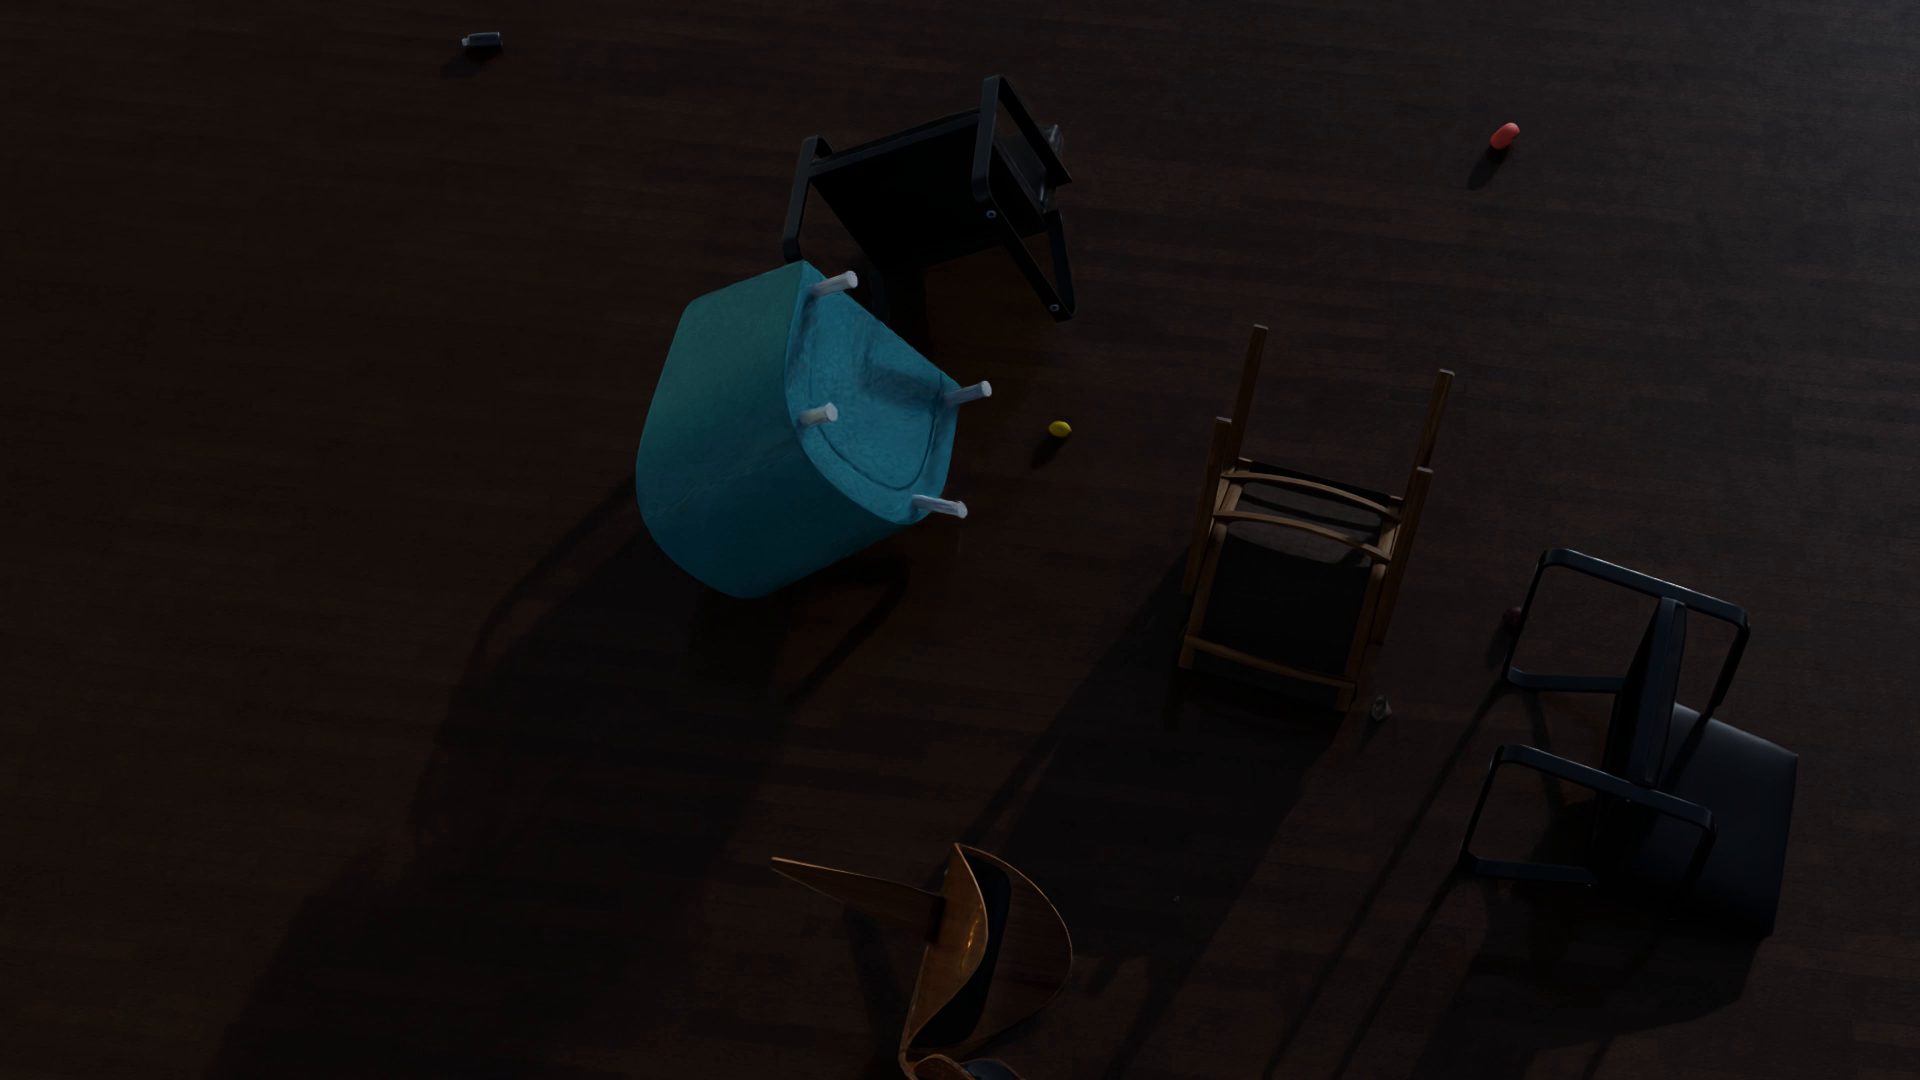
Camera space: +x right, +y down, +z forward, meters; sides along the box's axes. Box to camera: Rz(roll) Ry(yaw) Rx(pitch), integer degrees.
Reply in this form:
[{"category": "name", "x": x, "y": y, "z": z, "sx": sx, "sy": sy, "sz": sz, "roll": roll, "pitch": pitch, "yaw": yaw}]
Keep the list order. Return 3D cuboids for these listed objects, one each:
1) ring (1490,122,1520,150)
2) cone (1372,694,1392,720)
[{"category": "ring", "x": 1.845, "y": -1.367, "z": 7.447, "sx": 0.111, "sy": 0.078, "sz": 0.052, "roll": -38, "pitch": 79, "yaw": -12}, {"category": "cone", "x": 1.207, "y": 0.481, "z": 6.235, "sx": 0.048, "sy": 0.060, "sz": 0.075, "roll": 20, "pitch": 69, "yaw": -27}]
